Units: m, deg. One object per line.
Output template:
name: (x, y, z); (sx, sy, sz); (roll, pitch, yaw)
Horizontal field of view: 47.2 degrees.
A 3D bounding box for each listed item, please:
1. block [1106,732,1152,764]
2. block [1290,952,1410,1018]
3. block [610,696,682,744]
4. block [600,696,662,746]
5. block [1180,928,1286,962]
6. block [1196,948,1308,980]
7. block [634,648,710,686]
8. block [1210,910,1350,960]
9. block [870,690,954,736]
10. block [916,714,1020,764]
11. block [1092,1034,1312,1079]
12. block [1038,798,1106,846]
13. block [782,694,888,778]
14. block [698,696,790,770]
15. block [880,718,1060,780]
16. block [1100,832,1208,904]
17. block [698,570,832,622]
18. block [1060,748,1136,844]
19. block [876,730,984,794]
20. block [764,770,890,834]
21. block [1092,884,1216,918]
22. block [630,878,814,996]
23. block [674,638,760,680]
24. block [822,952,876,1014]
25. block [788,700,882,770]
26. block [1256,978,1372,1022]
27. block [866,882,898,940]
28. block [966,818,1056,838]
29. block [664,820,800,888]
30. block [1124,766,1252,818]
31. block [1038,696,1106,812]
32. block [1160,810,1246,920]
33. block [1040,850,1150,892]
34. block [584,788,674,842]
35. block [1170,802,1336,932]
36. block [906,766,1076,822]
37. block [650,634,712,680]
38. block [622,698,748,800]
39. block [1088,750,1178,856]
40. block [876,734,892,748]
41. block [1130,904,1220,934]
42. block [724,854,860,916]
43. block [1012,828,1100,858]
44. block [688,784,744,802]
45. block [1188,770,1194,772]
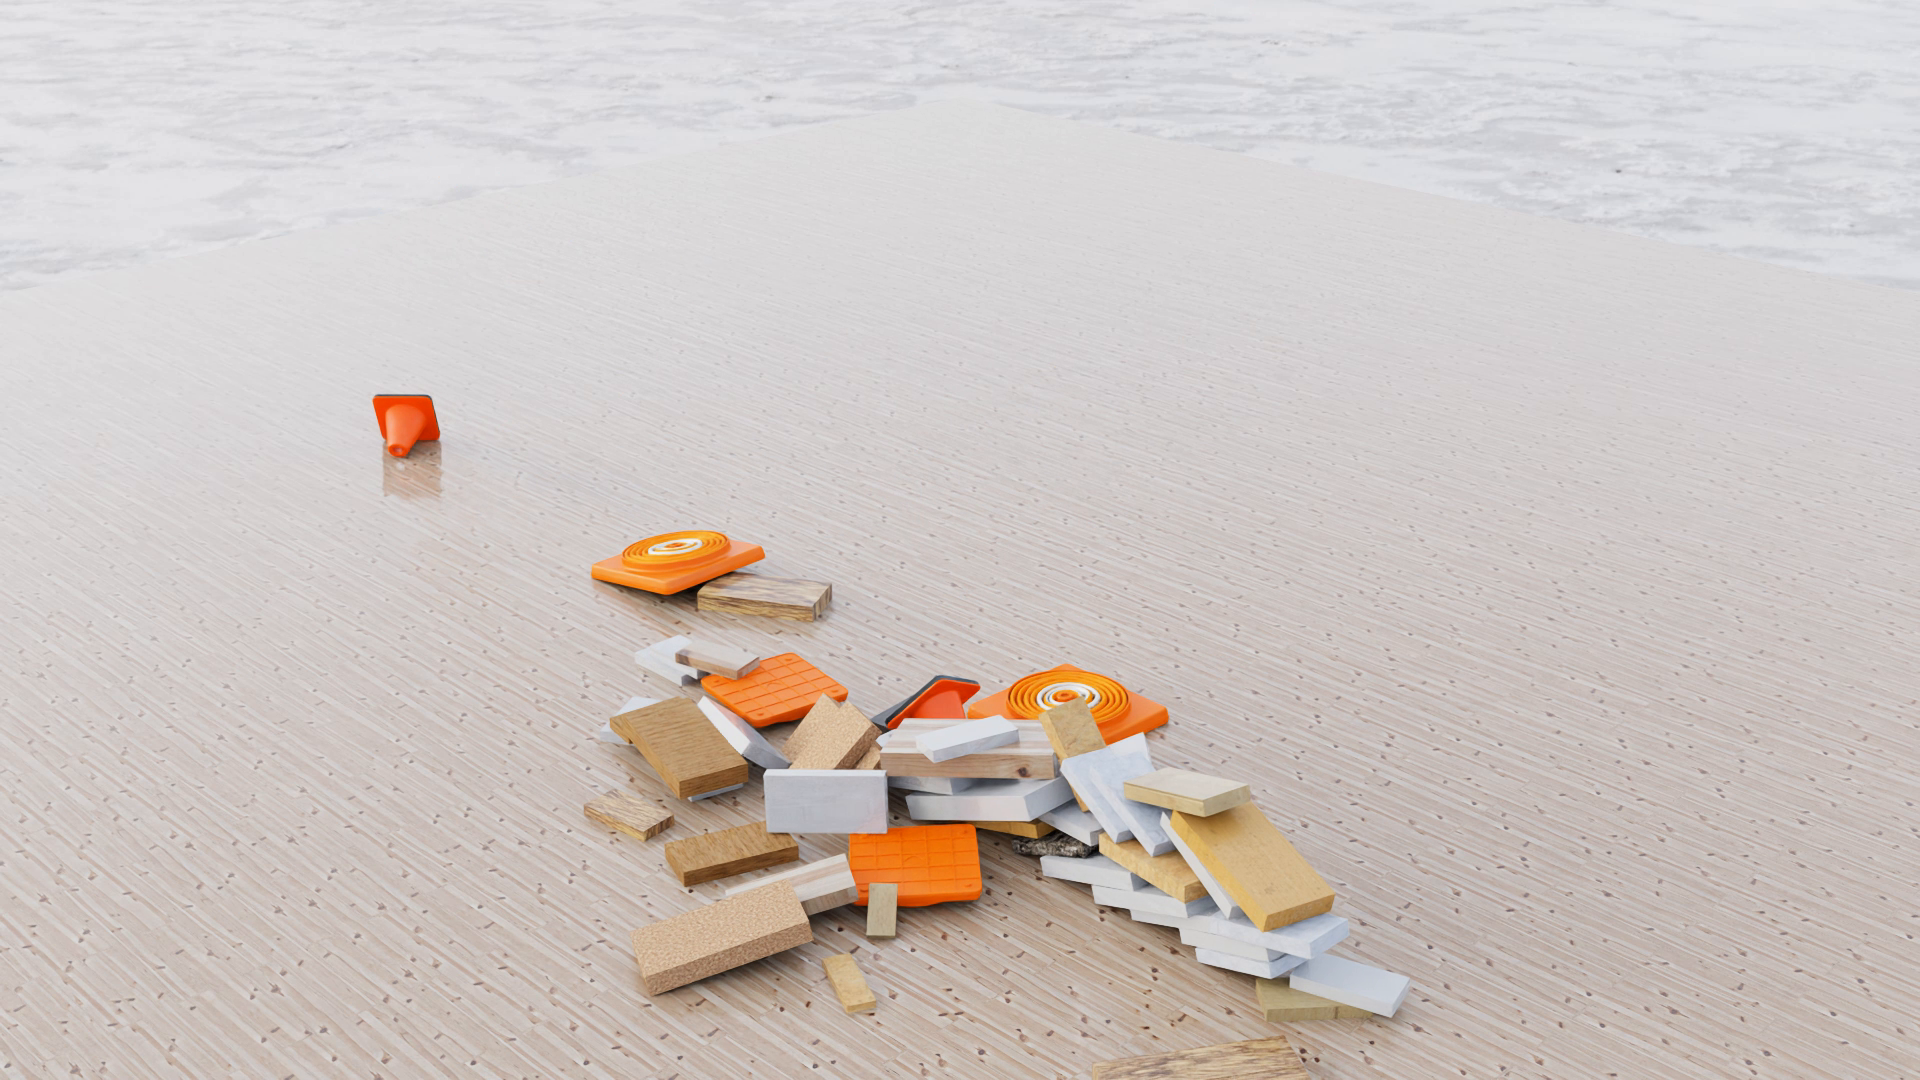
block: (0.355, 0.502, 4.500); (0.091, 0.026, 0.353); (-22, 22, 8)
block: (0.680, 0.773, 3.839); (0.185, 0.026, 0.093); (12, 26, 27)
block: (-0.660, 0.389, 4.748); (0.171, 0.024, 0.086); (-17, 31, -33)
block: (-0.709, 0.395, 4.799); (0.086, 0.024, 0.171); (7, 24, 16)
block: (0.510, 0.705, 3.943); (0.110, 0.031, 0.220); (-18, 11, -36)
block: (0.518, 0.738, 3.917); (0.093, 0.026, 0.185); (-18, 11, -36)
block: (-0.661, 0.284, 5.060); (0.086, 0.024, 0.173); (-21, 31, -41)
block: (0.558, 0.676, 3.852); (0.110, 0.031, 0.220); (-20, 18, -41)
block: (-0.107, 0.386, 4.818); (0.091, 0.026, 0.182); (17, 29, 35)
block: (0.014, 0.389, 4.309); (0.182, 0.026, 0.091); (-12, 19, -20)
block: (0.398, 0.893, 3.602); (0.335, 0.042, 0.148); (-5, 24, -12)
block: (0.238, 0.535, 4.233); (0.099, 0.028, 0.198); (-14, 16, -27)
block: (-0.252, 0.446, 4.528); (0.043, 0.152, 0.303); (36, 1, -34)
block: (-0.461, 0.415, 4.651); (0.119, 0.034, 0.238); (35, -1, -37)
block: (0.034, 0.412, 4.356); (0.348, 0.049, 0.174); (-1, 18, 16)
block: (0.383, 0.585, 4.042); (0.126, 0.036, 0.253); (-15, 23, -30)
block: (-0.477, 0.136, 5.386); (0.295, 0.042, 0.148); (6, 24, 14)
block: (0.286, 0.480, 4.146); (0.103, 0.029, 0.205); (-12, 43, -27)
block: (-0.077, 0.453, 4.509); (0.174, 0.049, 0.348); (-22, 15, -41)
block: (-0.261, 0.511, 4.299); (0.238, 0.119, 0.034); (0, 15, 7)
block: (0.376, 0.647, 4.072); (0.126, 0.036, 0.253); (-18, 9, -36)
block: (-0.430, 0.712, 3.956); (0.303, 0.043, 0.152); (-17, 27, -12)
block: (-0.548, 0.270, 4.969); (0.173, 0.024, 0.086); (13, 27, 28)
block: (-0.197, 0.784, 3.894); (0.053, 0.015, 0.157); (-8, 24, -18)
block: (-0.271, 0.448, 4.467); (0.238, 0.034, 0.119); (-49, 35, -2)
block: (0.618, 0.800, 3.842); (0.185, 0.026, 0.093); (-2, 23, -4)
block: (-0.143, 0.685, 4.059); (0.053, 0.015, 0.105); (1, 55, 2)
block: (0.114, 0.550, 4.366); (0.198, 0.028, 0.099); (3, 17, 45)
block: (-0.445, 0.608, 4.286); (0.234, 0.033, 0.117); (-10, 25, -23)
block: (0.412, 0.457, 4.003); (0.111, 0.031, 0.222); (-13, 11, -34)
block: (0.237, 0.413, 4.258); (0.103, 0.205, 0.029); (-19, -10, -40)
block: (0.470, 0.573, 3.953); (0.111, 0.031, 0.259); (-8, 37, -23)
block: (0.284, 0.613, 4.173); (0.126, 0.036, 0.253); (-19, 11, -37)
block: (-0.666, 0.553, 4.427); (0.171, 0.024, 0.085); (17, 28, 35)
block: (0.517, 0.566, 3.906); (0.148, 0.042, 0.295); (-12, 39, -27)
block: (0.072, 0.501, 4.357); (0.174, 0.049, 0.348); (-22, 9, -41)
block: (-0.623, 0.267, 5.037); (0.086, 0.024, 0.173); (-21, 31, -40)
block: (-0.575, 0.432, 4.587); (0.152, 0.043, 0.303); (-12, 29, -27)
block: (0.346, 0.490, 4.097); (0.111, 0.031, 0.222); (-13, 43, -28)
block: (-0.166, 0.428, 4.556); (0.105, 0.015, 0.053); (-20, 14, -37)
block: (0.426, 0.676, 4.036); (0.110, 0.031, 0.221); (-18, 9, -36)
block: (-0.314, 0.661, 4.102); (0.234, 0.033, 0.117); (-16, 25, -7)
block: (0.204, 0.581, 4.264); (0.099, 0.028, 0.198); (-19, 9, -41)
block: (-0.560, 0.469, 4.612); (0.117, 0.033, 0.234); (-13, 26, -29)
block: (0.439, 0.543, 4.443); (0.103, 0.029, 0.268); (-1, 23, -1)
